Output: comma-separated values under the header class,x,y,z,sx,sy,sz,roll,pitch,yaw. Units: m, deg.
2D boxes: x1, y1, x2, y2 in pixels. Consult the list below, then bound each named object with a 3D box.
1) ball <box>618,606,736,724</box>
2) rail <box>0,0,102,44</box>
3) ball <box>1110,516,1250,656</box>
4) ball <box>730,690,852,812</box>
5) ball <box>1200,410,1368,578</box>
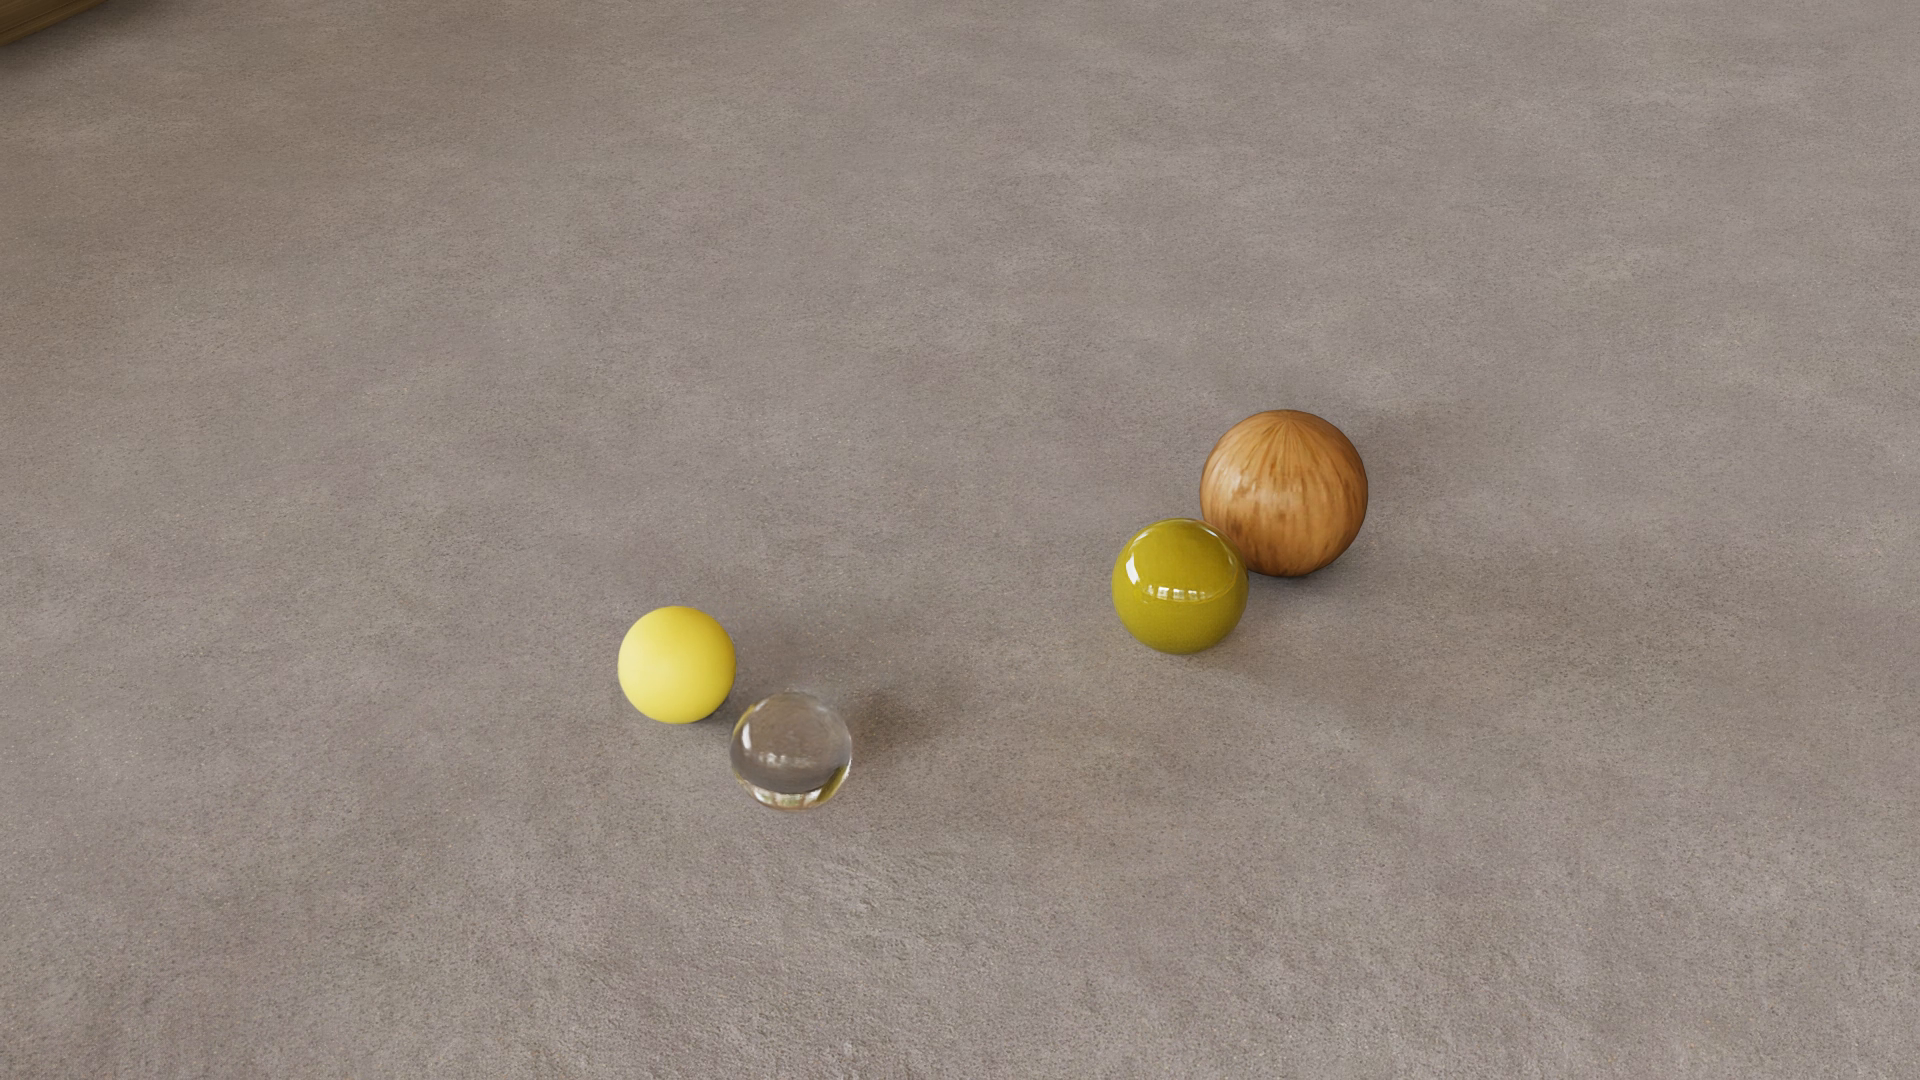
class,x,y,z,sx,sy,sz,roll,pitch,yaw
ball,-0.146,0.065,1.517,0.061,0.061,0.061,0,29,0
rail,-0.496,-0.720,2.854,0.045,0.122,4.214,14,32,23
ball,0.118,0.025,1.576,0.074,0.074,0.074,0,29,0
ball,-0.083,0.104,1.447,0.060,0.060,0.060,0,29,0
ball,0.181,-0.026,1.645,0.094,0.094,0.094,0,29,0
